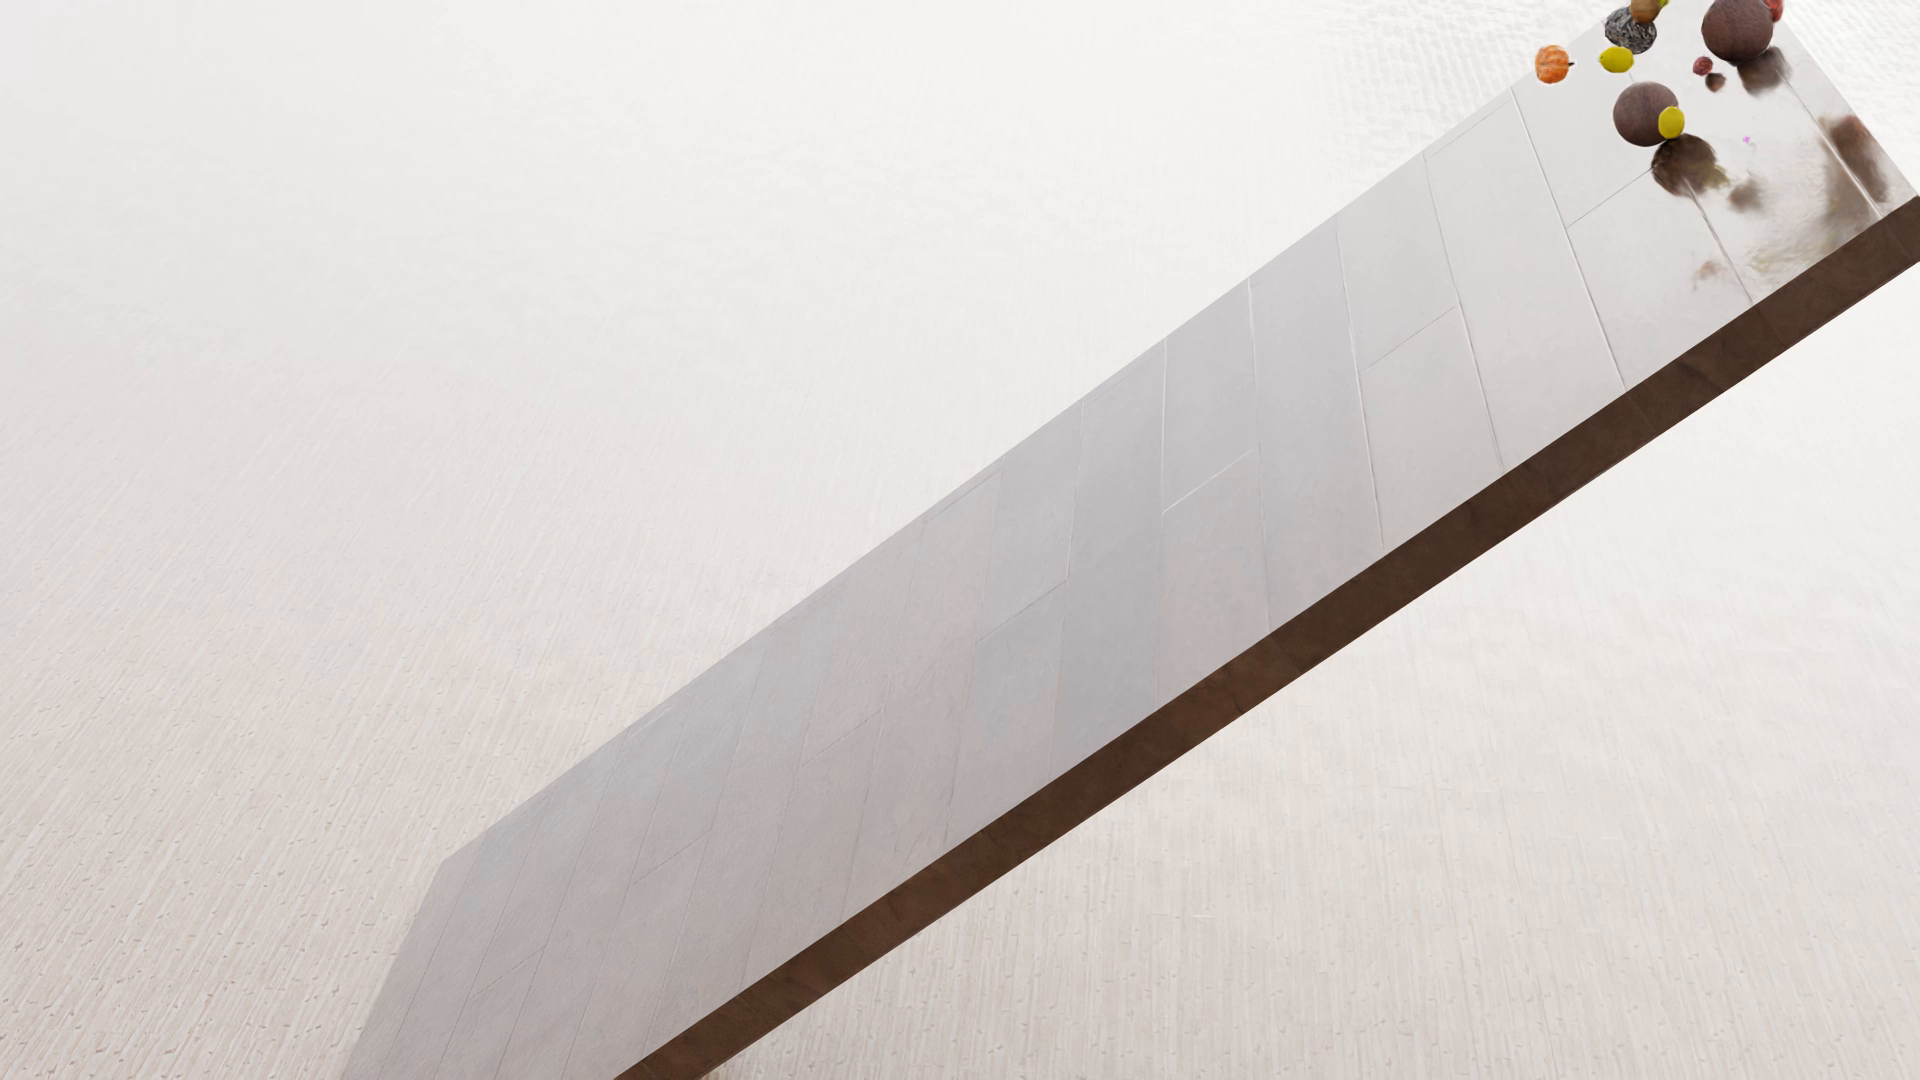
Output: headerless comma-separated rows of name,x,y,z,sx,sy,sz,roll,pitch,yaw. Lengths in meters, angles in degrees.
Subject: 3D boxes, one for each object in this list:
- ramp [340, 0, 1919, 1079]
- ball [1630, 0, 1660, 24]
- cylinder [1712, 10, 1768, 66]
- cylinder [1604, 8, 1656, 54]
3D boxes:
ramp,0.122,0.184,6.338,4.000,0.100,2.000,-36,16,18
ball,1.270,-0.986,5.456,0.056,0.056,0.056,0,24,0
cylinder,1.551,-0.997,5.846,0.079,0.079,0.079,-36,1,35
cylinder,1.317,-1.001,5.780,0.077,0.077,0.077,-4,23,-9
